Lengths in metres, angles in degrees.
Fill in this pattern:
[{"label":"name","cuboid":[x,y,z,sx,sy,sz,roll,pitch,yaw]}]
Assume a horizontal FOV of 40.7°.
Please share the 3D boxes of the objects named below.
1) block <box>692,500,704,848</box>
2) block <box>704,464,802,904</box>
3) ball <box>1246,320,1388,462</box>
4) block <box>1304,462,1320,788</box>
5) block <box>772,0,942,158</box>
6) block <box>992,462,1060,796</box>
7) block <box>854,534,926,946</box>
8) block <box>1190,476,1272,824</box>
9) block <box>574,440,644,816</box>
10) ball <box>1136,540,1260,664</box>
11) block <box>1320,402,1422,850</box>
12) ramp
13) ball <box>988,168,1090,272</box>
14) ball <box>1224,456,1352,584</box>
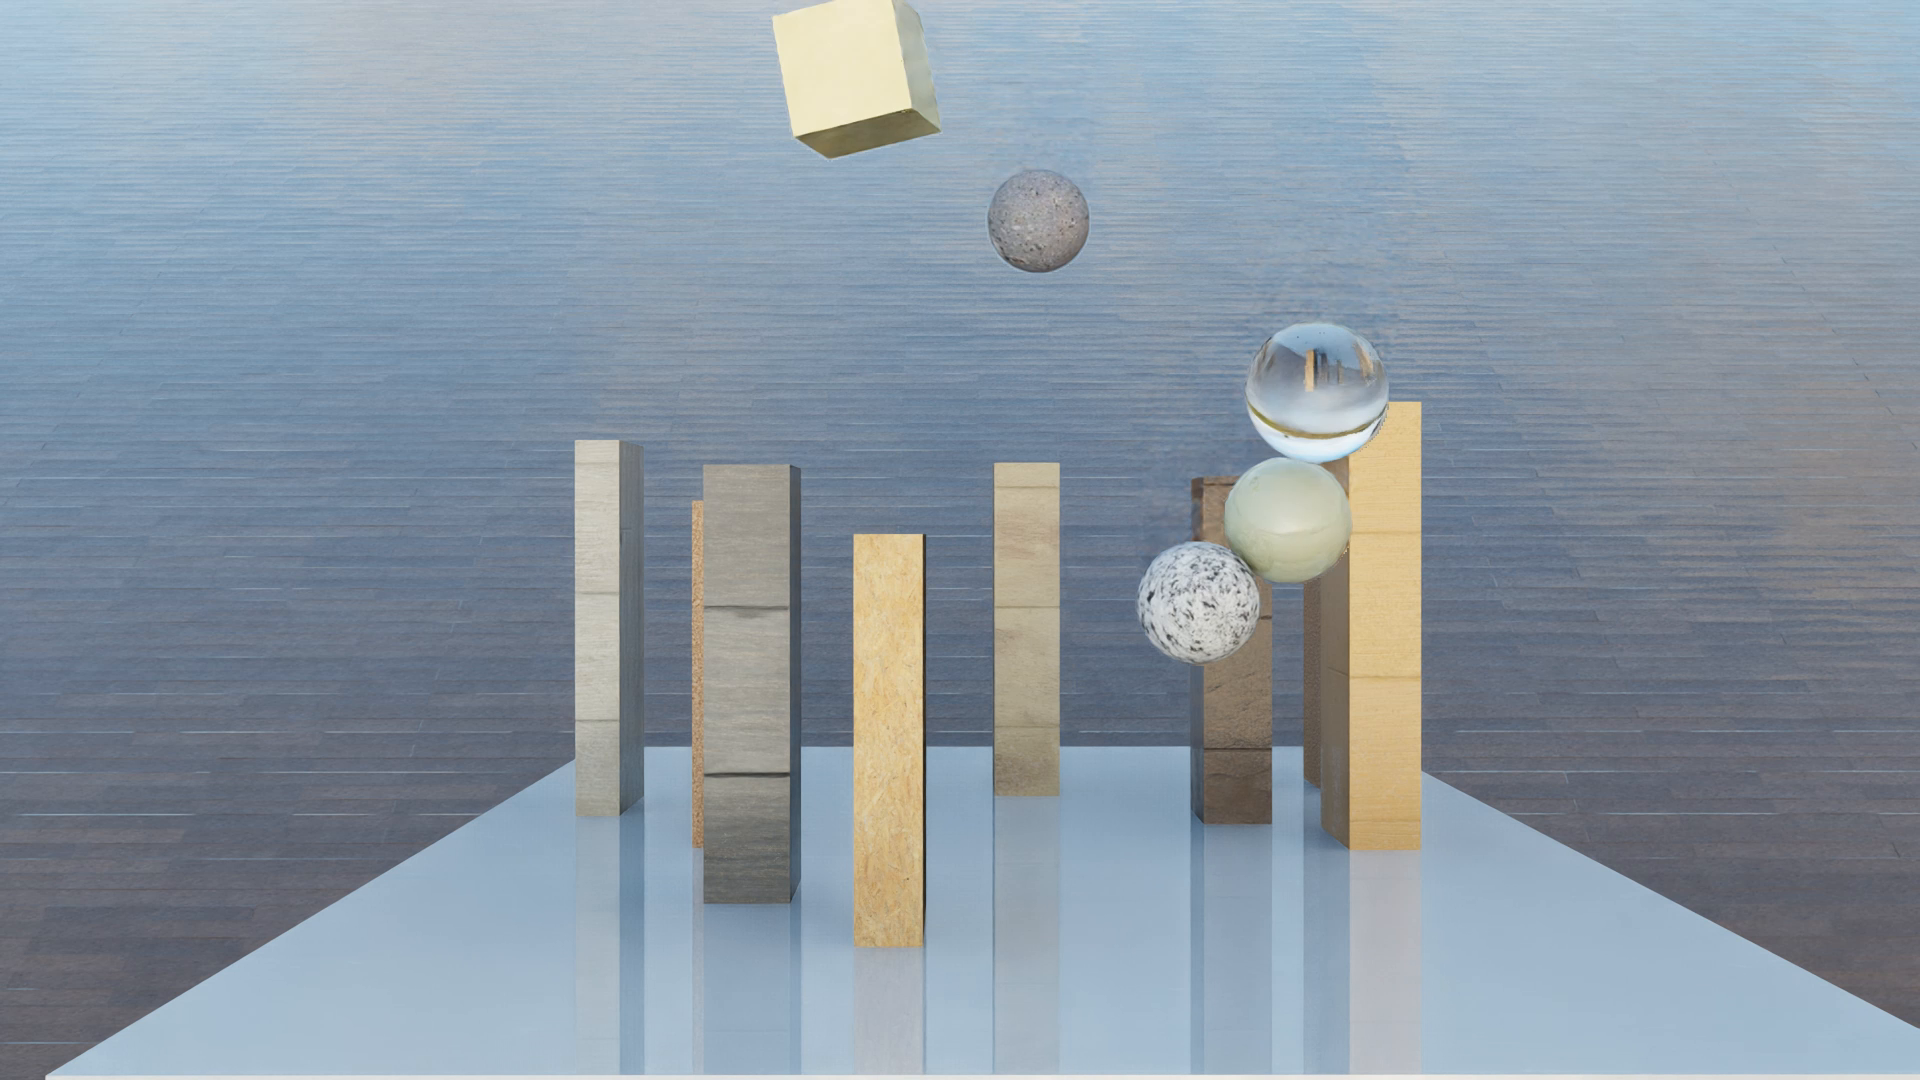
[{"label":"block","cuboid":[-0.413,0.234,4.664,0.111,0.608,0.284,0,0,0]},{"label":"block","cuboid":[-0.318,0.214,3.985,0.129,0.654,0.272,0,0,0]},{"label":"ball","cuboid":[0.360,-0.150,2.614,0.144,0.144,0.144,0,29,0]},{"label":"block","cuboid":[0.820,0.162,5.639,0.099,0.744,0.326,0,0,0]},{"label":"block","cuboid":[-0.107,-0.488,2.713,0.128,0.128,0.128,-12,-5,13]},{"label":"block","cuboid":[0.140,0.186,5.599,0.135,0.696,0.386,0,0,0]},{"label":"block","cuboid":[-0.096,0.267,3.652,0.092,0.550,0.406,0,0,0]},{"label":"block","cuboid":[0.525,0.208,5.023,0.129,0.657,0.281,0,0,0]},{"label":"block","cuboid":[-0.705,0.171,5.223,0.086,0.731,0.396,0,0,0]},{"label":"ball","cuboid":[0.246,0.064,2.671,0.127,0.127,0.127,0,29,0]},{"label":"block","cuboid":[0.738,0.149,4.669,0.124,0.778,0.359,0,0,0]},{"label":"ramp","cuboid":[0.066,0.588,4.639,2.000,0.100,4.000,0,0,0]},{"label":"ball","cuboid":[0.086,-0.349,2.829,0.112,0.112,0.112,0,29,0]},{"label":"ball","cuboid":[0.344,-0.021,2.718,0.133,0.133,0.133,0,29,0]}]
